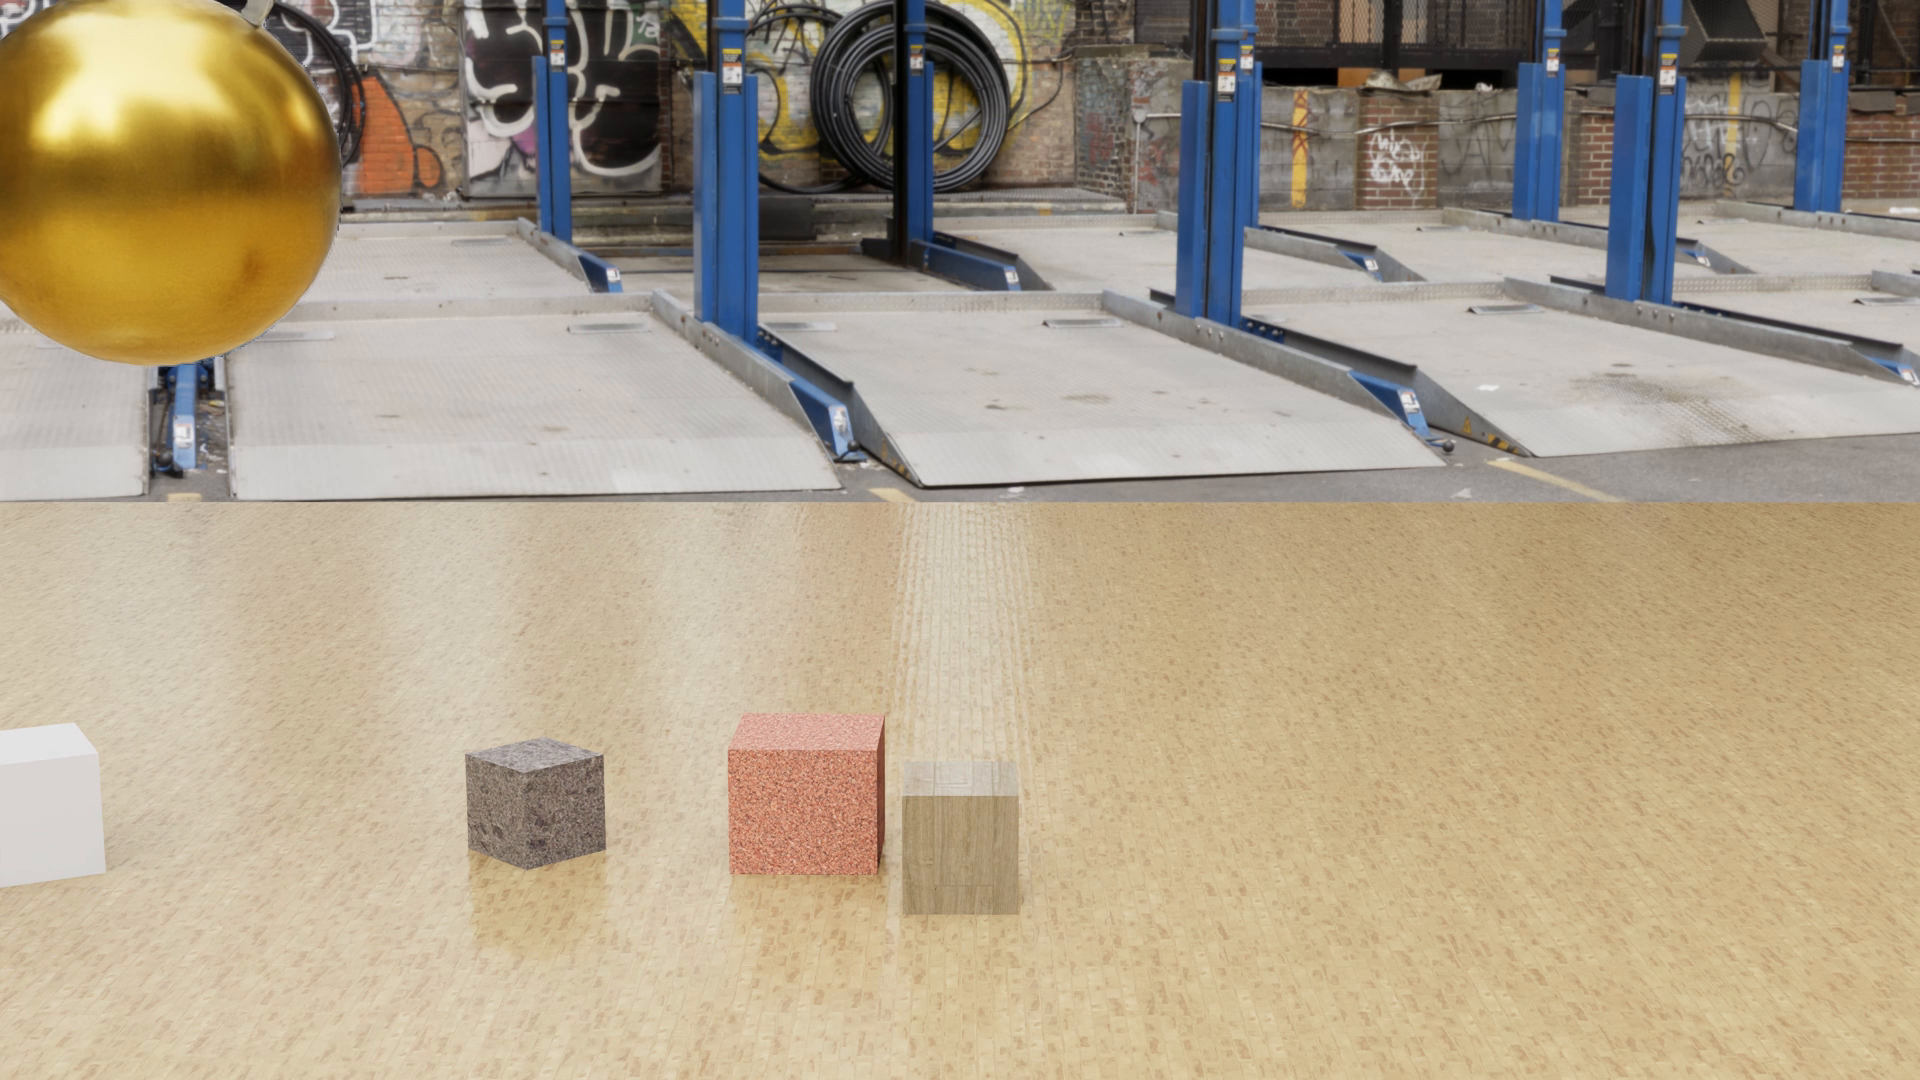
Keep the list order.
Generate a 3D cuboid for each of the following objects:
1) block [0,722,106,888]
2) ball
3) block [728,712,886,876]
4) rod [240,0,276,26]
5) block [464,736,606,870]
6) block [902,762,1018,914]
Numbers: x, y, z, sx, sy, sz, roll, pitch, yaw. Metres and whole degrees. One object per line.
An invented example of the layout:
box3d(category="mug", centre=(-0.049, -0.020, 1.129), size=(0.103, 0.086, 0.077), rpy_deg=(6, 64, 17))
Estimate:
box3d(category="block", centre=(-4.213, 1.188, 11.495), size=(0.606, 0.550, 0.616), rpy_deg=(-5, 12, -28))
box3d(category="ball", centre=(-3.445, -1.539, 10.900), size=(1.600, 1.600, 1.600), rpy_deg=(0, 10, 0))
box3d(category="block", centre=(-0.687, 1.146, 11.663), size=(0.658, 0.572, 0.658), rpy_deg=(0, 10, 1))
box3d(category="rod", centre=(-1.493, -4.278, 10.403), size=(0.080, 5.200, 0.080), rpy_deg=(35, 8, -6))
box3d(category="block", centre=(-1.939, 1.197, 11.724), size=(0.440, 0.450, 0.457), rpy_deg=(-10, 14, -44))
box3d(category="block", centre=(0.002, 1.280, 11.073), size=(0.489, 0.521, 0.547), rpy_deg=(0, 10, 0))
